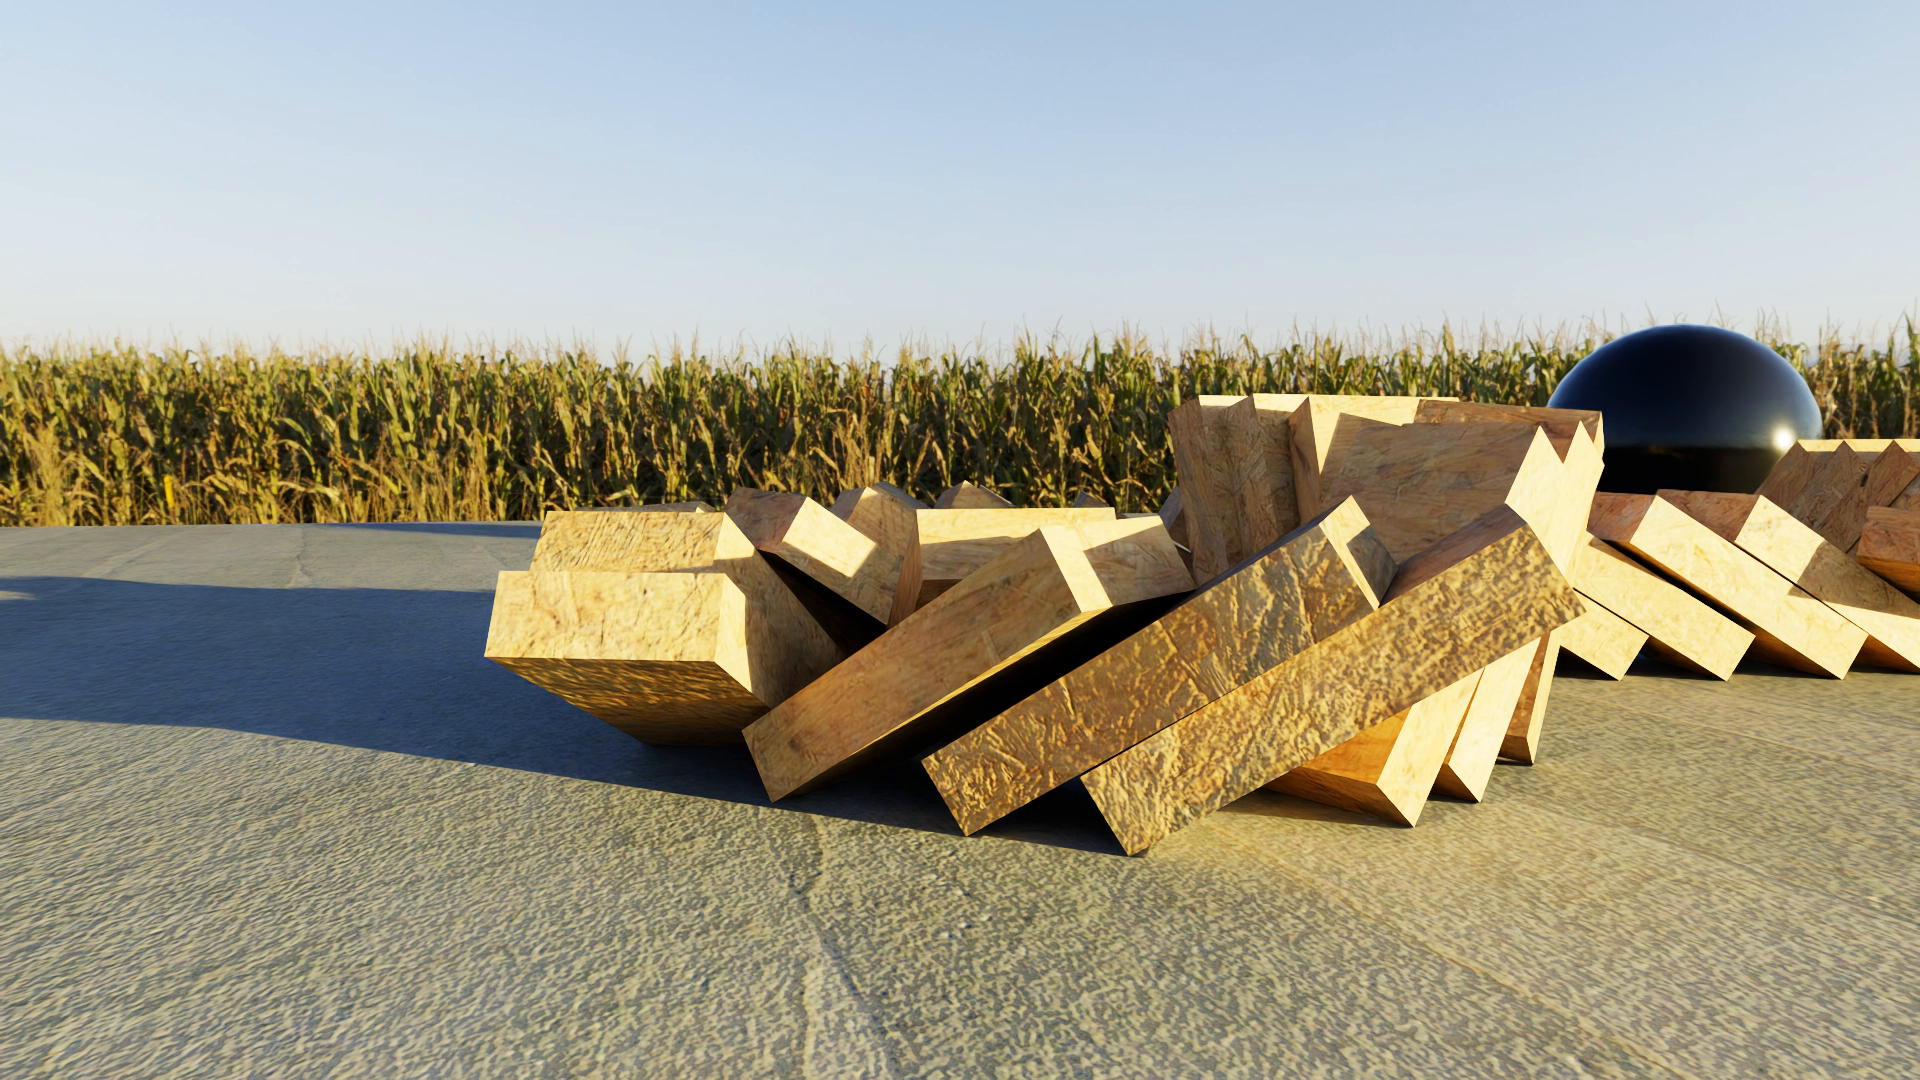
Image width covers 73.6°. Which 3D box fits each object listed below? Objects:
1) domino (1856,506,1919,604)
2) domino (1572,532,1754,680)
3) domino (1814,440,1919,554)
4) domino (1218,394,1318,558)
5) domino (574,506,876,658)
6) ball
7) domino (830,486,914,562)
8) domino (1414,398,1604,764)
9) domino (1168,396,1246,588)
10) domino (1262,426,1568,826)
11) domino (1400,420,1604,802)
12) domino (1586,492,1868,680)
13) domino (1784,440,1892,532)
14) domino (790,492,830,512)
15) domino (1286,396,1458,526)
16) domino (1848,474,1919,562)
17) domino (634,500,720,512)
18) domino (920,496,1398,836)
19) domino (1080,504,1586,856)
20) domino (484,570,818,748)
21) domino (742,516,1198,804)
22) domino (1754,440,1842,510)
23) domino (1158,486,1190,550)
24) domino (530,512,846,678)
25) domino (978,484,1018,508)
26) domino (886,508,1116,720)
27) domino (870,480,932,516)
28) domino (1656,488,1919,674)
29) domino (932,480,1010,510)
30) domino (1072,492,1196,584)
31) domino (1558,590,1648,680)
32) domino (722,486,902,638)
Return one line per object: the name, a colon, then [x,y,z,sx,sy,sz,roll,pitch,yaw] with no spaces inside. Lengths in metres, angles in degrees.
domino: [0.184,0.009,0.240,0.025,0.010,0.050,13,-12,39]
domino: [0.118,0.008,0.241,0.050,0.010,0.025,31,3,-4]
domino: [0.215,-0.002,0.299,0.025,0.050,0.009,-1,46,-11]
domino: [0.060,0.001,0.213,0.025,0.050,0.009,-2,-12,-26]
domino: [-0.037,0.010,0.204,0.025,0.009,0.050,1,-25,32]
ball: [0.225,-0.028,0.405,0.080,0.080,0.080,0,4,0]
domino: [0.000,0.008,0.223,0.050,0.010,0.025,31,-7,-13]
domino: [0.073,0.004,0.182,0.025,0.050,0.009,9,-24,33]
domino: [0.053,0.001,0.220,0.025,0.050,0.009,-2,-12,-26]
domino: [0.052,0.008,0.158,0.025,0.050,0.009,5,-32,52]
domino: [0.062,0.007,0.168,0.025,0.050,0.009,5,-31,49]
domino: [0.139,0.008,0.240,0.050,0.009,0.025,30,0,-9]
domino: [0.213,-0.003,0.312,0.025,0.050,0.010,-1,46,-11]
domino: [-0.014,0.007,0.252,0.050,0.009,0.025,29,4,-1]
domino: [0.067,0.003,0.199,0.025,0.050,0.009,0,-18,-8]
domino: [0.218,-0.001,0.287,0.025,0.050,0.010,-1,46,-11]
domino: [-0.033,0.009,0.227,0.050,0.009,0.025,31,-19,-34]
domino: [0.022,0.014,0.141,0.050,0.010,0.025,-34,-6,24]
domino: [0.039,0.014,0.136,0.050,0.010,0.025,-34,-5,19]
domino: [-0.035,0.016,0.159,0.025,0.009,0.050,1,-19,7]
domino: [0.000,0.014,0.150,0.050,0.009,0.025,-35,-17,33]
domino: [0.210,-0.004,0.325,0.025,0.050,0.009,-1,46,-11]
domino: [0.062,0.007,0.246,0.050,0.010,0.025,31,5,-1]
domino: [-0.036,0.012,0.181,0.025,0.009,0.050,1,-27,16]
domino: [0.023,0.006,0.254,0.050,0.010,0.025,31,4,-1]
domino: [0.004,0.012,0.178,0.025,0.009,0.050,-1,-28,-10]
domino: [0.003,0.006,0.254,0.050,0.009,0.025,31,4,0]
domino: [0.158,0.007,0.243,0.050,0.009,0.025,30,-1,-12]
domino: [0.018,0.007,0.226,0.050,0.009,0.025,30,-7,-7]
domino: [0.043,0.007,0.248,0.050,0.009,0.025,30,5,0]
domino: [0.100,0.008,0.242,0.050,0.009,0.025,31,3,-3]
domino: [-0.014,0.009,0.208,0.050,0.009,0.025,36,-14,-32]
